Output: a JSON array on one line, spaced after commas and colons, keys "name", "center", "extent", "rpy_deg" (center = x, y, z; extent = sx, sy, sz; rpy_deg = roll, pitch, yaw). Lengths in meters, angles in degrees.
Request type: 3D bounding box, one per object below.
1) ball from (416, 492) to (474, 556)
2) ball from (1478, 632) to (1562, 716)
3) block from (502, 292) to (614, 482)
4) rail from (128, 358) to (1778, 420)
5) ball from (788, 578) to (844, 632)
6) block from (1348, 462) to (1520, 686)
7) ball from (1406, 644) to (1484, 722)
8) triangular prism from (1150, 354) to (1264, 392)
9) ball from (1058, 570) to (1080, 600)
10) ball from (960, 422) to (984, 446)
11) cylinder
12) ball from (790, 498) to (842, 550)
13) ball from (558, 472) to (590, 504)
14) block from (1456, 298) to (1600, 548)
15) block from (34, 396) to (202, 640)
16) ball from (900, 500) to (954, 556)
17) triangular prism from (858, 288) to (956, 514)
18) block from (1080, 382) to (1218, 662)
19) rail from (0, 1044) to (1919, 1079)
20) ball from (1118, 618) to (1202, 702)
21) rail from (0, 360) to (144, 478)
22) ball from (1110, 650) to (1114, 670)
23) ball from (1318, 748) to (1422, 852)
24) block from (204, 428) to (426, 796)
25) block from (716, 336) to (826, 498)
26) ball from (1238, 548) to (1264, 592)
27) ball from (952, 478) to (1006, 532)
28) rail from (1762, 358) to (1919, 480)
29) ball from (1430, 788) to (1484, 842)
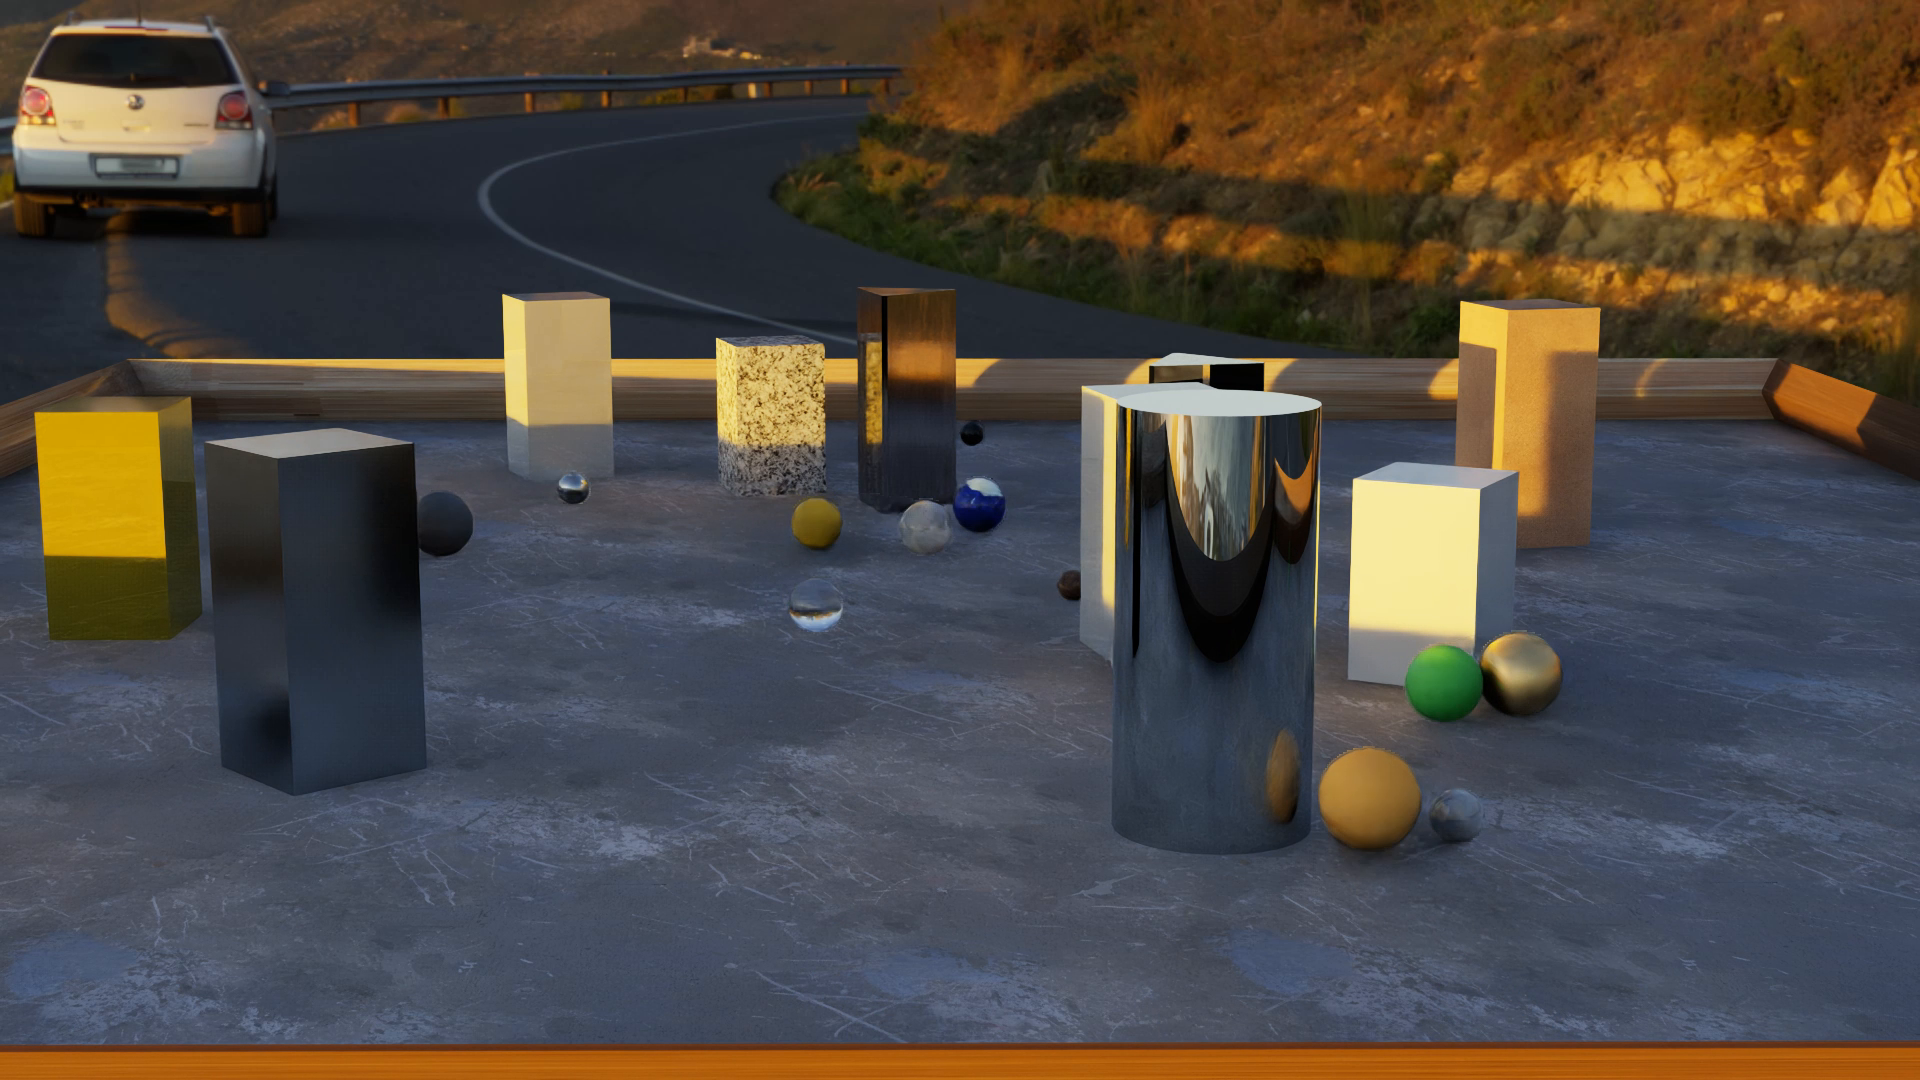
[{"name": "ball", "center": [-0.775, -0.023, 3.833], "extent": [0.096, 0.096, 0.096], "rpy_deg": [0, 11, 0]}, {"name": "ball", "center": [0.632, 0.152, 2.894], "extent": [0.095, 0.095, 0.095], "rpy_deg": [0, 11, 0]}, {"name": "block", "center": [-0.718, -0.277, 4.587], "extent": [0.154, 0.318, 0.154], "rpy_deg": [-5, 11, -23]}, {"name": "rail", "center": [-0.011, -0.307, 5.272], "extent": [3.401, 0.125, 0.045], "rpy_deg": [0, 11, 0]}, {"name": "ball", "center": [-0.187, 0.085, 3.319], "extent": [0.071, 0.071, 0.071], "rpy_deg": [0, 11, 0]}, {"name": "block", "center": [0.569, 0.042, 3.080], "extent": [0.154, 0.243, 0.154], "rpy_deg": [6, 12, 28]}, {"name": "ball", "center": [0.542, 0.160, 2.872], "extent": [0.086, 0.086, 0.086], "rpy_deg": [0, 11, 0]}, {"name": "triangular prism", "center": [0.328, -0.103, 3.665], "extent": [0.166, 0.314, 0.144], "rpy_deg": [-3, 11, -13]}, {"name": "ball", "center": [0.155, 0.062, 3.519], "extent": [0.042, 0.042, 0.042], "rpy_deg": [0, 11, 0]}, {"name": "ball", "center": [0.023, -0.205, 4.945], "extent": [0.046, 0.046, 0.046], "rpy_deg": [0, 11, 0]}, {"name": "cylinder", "center": [0.243, 0.073, 2.447], "extent": [0.192, 0.412, 0.192], "rpy_deg": [0, 11, 0]}, {"name": "ball", "center": [-0.217, -0.025, 3.891], "extent": [0.078, 0.078, 0.078], "rpy_deg": [0, 11, 0]}, {"name": "ball", "center": [-0.646, -0.086, 4.287], "extent": [0.052, 0.052, 0.052], "rpy_deg": [0, 11, 0]}, {"name": "block", "center": [0.869, -0.181, 3.948], "extent": [0.154, 0.363, 0.154], "rpy_deg": [-3, 11, -16]}, {"name": "block", "center": [-1.089, -0.030, 3.330], "extent": [0.154, 0.294, 0.154], "rpy_deg": [0, 11, -1]}, {"name": "ball", "center": [-0.050, -0.018, 3.842], "extent": [0.082, 0.082, 0.082], "rpy_deg": [0, 11, 0]}, {"name": "triangular prism", "center": [-0.117, -0.237, 4.264], "extent": [0.144, 0.358, 0.166], "rpy_deg": [10, 14, 43]}, {"name": "block", "center": [0.247, -0.022, 3.194], "extent": [0.154, 0.327, 0.154], "rpy_deg": [-3, 11, -15]}, {"name": "rail", "center": [0.011, 0.371, 1.627], "extent": [3.401, 0.125, 0.045], "rpy_deg": [0, 11, 0]}, {"name": "ball", "center": [0.230, 0.139, 2.960], "extent": [0.096, 0.096, 0.096], "rpy_deg": [0, 11, 0]}, {"name": "rail", "center": [-1.677, 0.034, 3.440], "extent": [0.045, 0.125, 3.755], "rpy_deg": [0, 11, 0]}, {"name": "ball", "center": [0.201, 0.144, 3.080], "extent": [0.042, 0.042, 0.042], "rpy_deg": [0, 11, 0]}, {"name": "ball", "center": [0.383, 0.243, 2.401], "extent": [0.095, 0.095, 0.095], "rpy_deg": [0, 11, 0]}, {"name": "block", "center": [-0.666, 0.069, 2.657], "extent": [0.154, 0.344, 0.154], "rpy_deg": [-10, 14, -42]}, {"name": "block", "center": [-0.327, -0.216, 4.432], "extent": [0.154, 0.256, 0.154], "rpy_deg": [-3, 11, -18]}, {"name": "ball", "center": [0.391, 0.041, 3.575], "extent": [0.062, 0.062, 0.062], "rpy_deg": [0, 11, 0]}, {"name": "ball", "center": [0.031, -0.055, 4.032], "extent": [0.085, 0.085, 0.085], "rpy_deg": [0, 11, 0]}, {"name": "rail", "center": [1.677, 0.030, 3.459], "extent": [0.045, 0.125, 3.755], "rpy_deg": [0, 11, 0]}, {"name": "ball", "center": [0.470, 0.261, 2.429], "extent": [0.050, 0.050, 0.050], "rpy_deg": [0, 11, 0]}]
